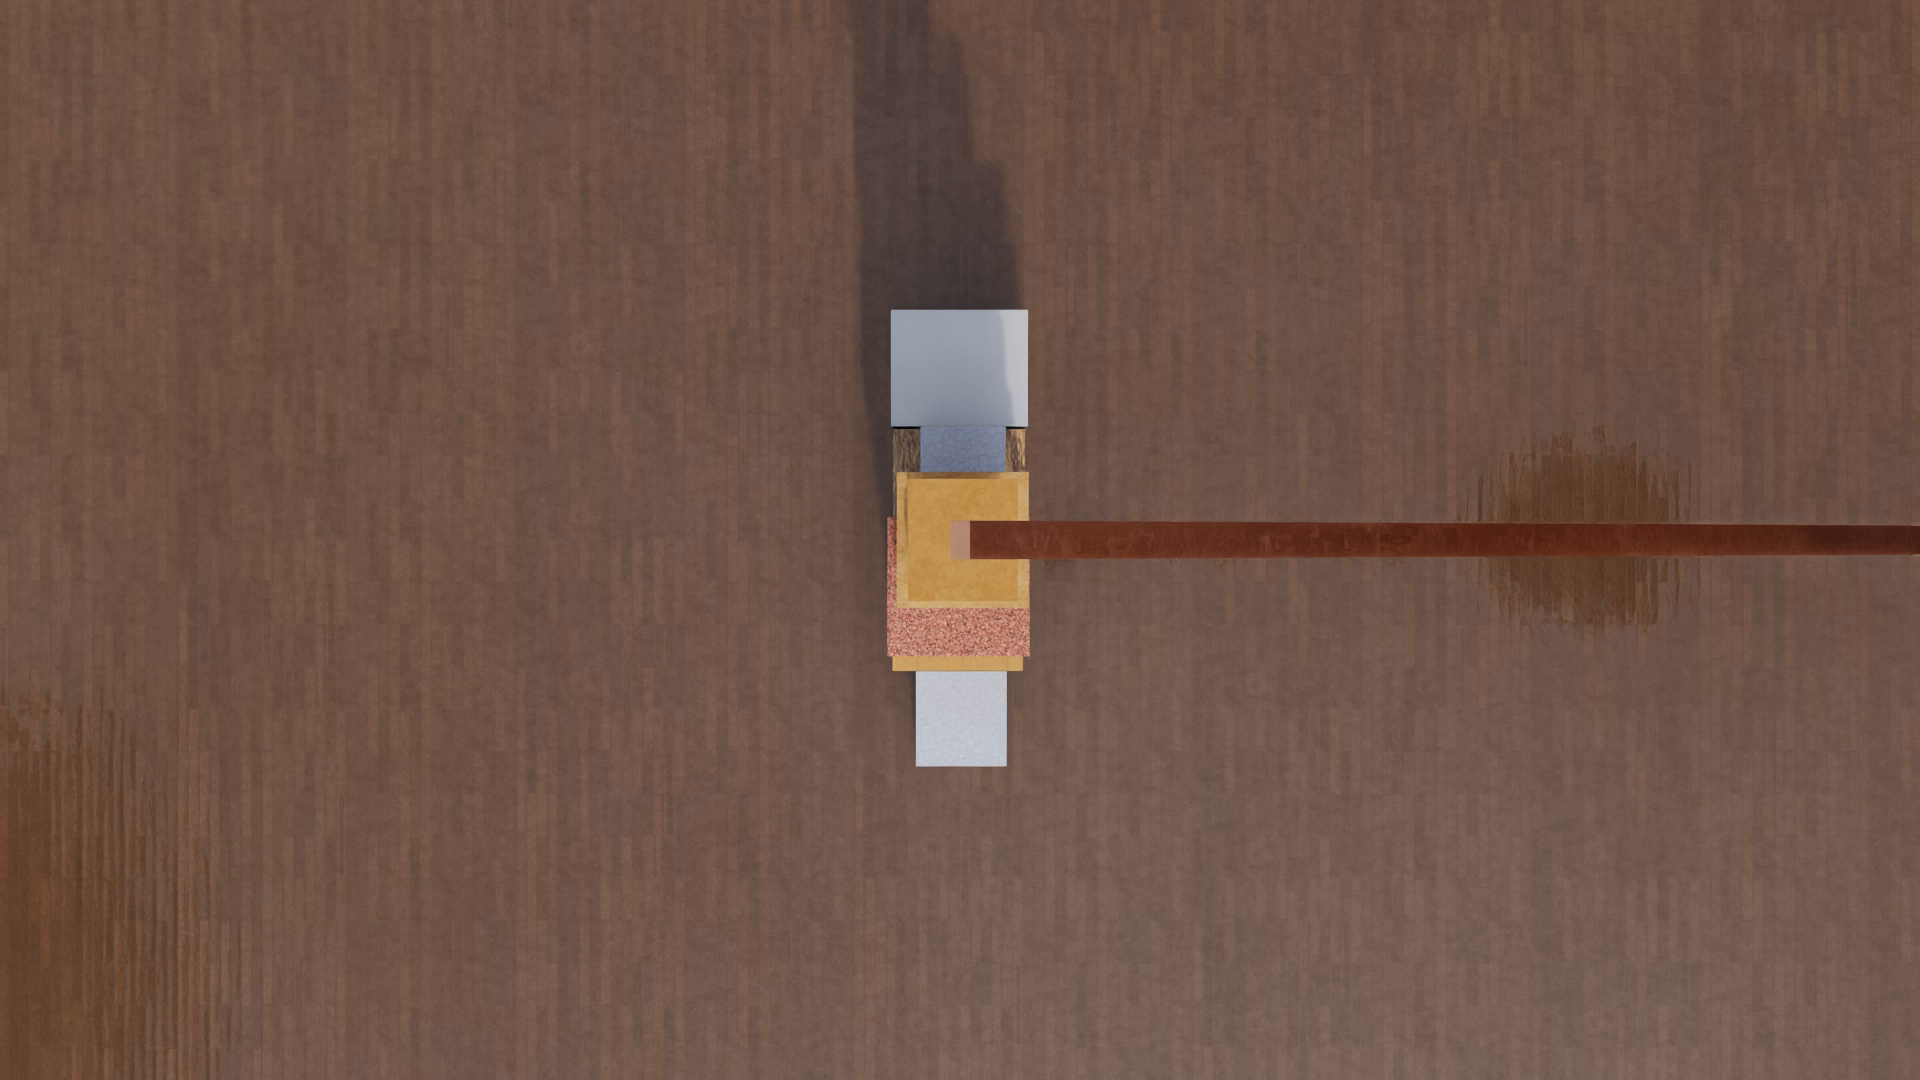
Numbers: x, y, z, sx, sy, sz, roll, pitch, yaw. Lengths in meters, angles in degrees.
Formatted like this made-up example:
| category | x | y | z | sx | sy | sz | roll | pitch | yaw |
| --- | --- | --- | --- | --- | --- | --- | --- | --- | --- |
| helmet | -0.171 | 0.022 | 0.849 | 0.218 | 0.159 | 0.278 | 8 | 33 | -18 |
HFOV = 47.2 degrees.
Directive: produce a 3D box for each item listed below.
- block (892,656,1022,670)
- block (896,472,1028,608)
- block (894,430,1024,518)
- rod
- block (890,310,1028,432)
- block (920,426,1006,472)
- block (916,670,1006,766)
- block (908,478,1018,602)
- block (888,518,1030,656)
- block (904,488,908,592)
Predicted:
| category | x | y | z | sx | sy | sz | roll | pitch | yaw |
| --- | --- | --- | --- | --- | --- | --- | --- | --- | --- |
| block | -0.012 | 0.409 | 12.643 | 0.727 | 0.715 | 0.644 | 0 | 90 | 0 |
| block | 0.014 | 0.000 | 11.235 | 0.651 | 0.770 | 0.671 | 0 | 90 | 0 |
| block | -0.006 | -0.272 | 12.660 | 0.739 | 0.679 | 0.698 | 0 | 90 | 0 |
| rod | 2.234 | 0.000 | 5.893 | 5.200 | 0.080 | 0.080 | 0 | 90 | -31 |
| block | -0.003 | -0.955 | 12.606 | 0.761 | 0.789 | 0.647 | 0 | 90 | 0 |
| block | 0.017 | -0.373 | 12.115 | 0.461 | 0.410 | 0.485 | 0 | 90 | 0 |
| block | 0.007 | 1.010 | 12.710 | 0.513 | 0.580 | 0.537 | 0 | 90 | 0 |
| block | 0.012 | 0.000 | 9.171 | 0.446 | 0.465 | 0.497 | 0 | 90 | 0 |
| block | -0.008 | 0.248 | 11.952 | 0.753 | 0.665 | 0.735 | 0 | 90 | 0 |
| block | -0.016 | 0.000 | 10.114 | 0.470 | 0.503 | 0.465 | 0 | 90 | 0 |
